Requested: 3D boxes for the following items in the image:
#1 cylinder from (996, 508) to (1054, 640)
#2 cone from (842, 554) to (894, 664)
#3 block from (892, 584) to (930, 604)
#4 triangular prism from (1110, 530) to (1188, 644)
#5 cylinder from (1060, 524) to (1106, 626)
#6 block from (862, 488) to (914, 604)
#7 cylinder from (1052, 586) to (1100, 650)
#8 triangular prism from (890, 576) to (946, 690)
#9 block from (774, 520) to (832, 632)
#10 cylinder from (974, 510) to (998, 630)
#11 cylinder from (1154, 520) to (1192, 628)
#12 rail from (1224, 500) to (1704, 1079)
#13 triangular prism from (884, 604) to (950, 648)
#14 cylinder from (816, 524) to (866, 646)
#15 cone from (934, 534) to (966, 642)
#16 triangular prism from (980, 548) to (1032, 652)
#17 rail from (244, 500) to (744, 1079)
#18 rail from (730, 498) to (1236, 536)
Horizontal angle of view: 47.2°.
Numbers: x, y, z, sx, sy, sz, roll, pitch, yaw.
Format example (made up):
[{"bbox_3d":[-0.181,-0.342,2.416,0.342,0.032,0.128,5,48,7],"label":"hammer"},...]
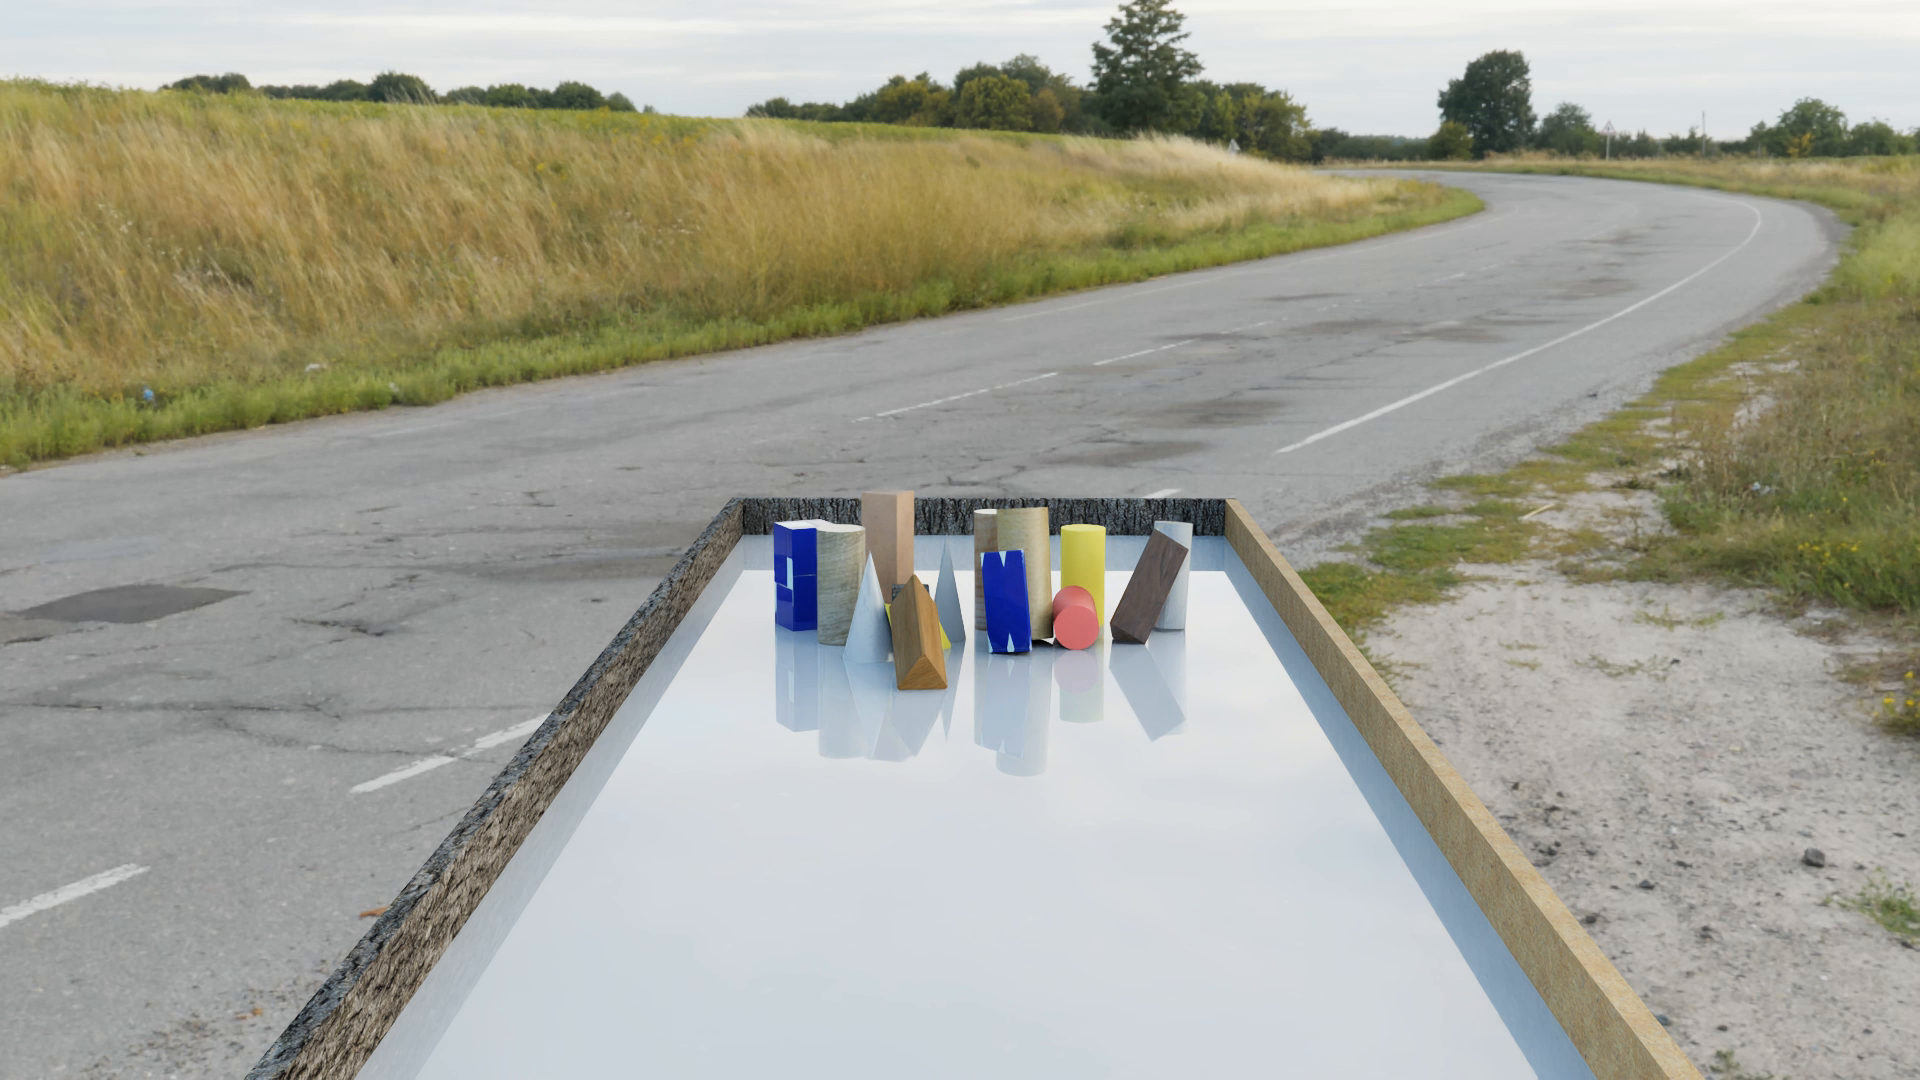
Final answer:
[{"bbox_3d":[0.206,0.106,6.961,0.165,0.413,0.165,-3,1,0],"label":"cylinder"},{"bbox_3d":[-0.273,0.195,6.715,0.173,0.332,0.173,0,9,0],"label":"cone"},{"bbox_3d":[-0.143,0.261,6.676,0.114,0.114,0.308,-1,30,-5],"label":"block"},{"bbox_3d":[0.582,0.155,7.021,0.134,0.348,0.116,31,-18,-13],"label":"triangular prism"},{"bbox_3d":[0.404,0.118,7.244,0.147,0.319,0.147,0,9,0],"label":"cylinder"},{"bbox_3d":[-0.237,0.061,7.209,0.129,0.442,0.129,4,9,24],"label":"block"},{"bbox_3d":[0.367,0.245,7.012,0.141,0.141,0.354,0,9,1],"label":"cylinder"},{"bbox_3d":[-0.122,0.264,6.434,0.142,0.123,0.403,-1,34,-5],"label":"triangular prism"},{"bbox_3d":[-0.502,0.114,7.217,0.166,0.335,0.166,-4,10,-25],"label":"block"},{"bbox_3d":[0.100,0.097,7.165,0.109,0.385,0.109,0,9,0],"label":"cylinder"},{"bbox_3d":[0.685,0.113,7.173,0.125,0.340,0.125,4,4,0],"label":"cylinder"},{"bbox_3d":[1.046,0.843,3.208,0.050,0.150,12.000,0,9,1],"label":"rail"},{"bbox_3d":[-0.203,0.263,6.984,0.125,0.109,0.396,-8,12,-39],"label":"triangular prism"},{"bbox_3d":[-0.375,0.142,6.950,0.155,0.363,0.155,0,9,0],"label":"cylinder"},{"bbox_3d":[-0.043,0.145,6.991,0.126,0.345,0.126,0,9,0],"label":"cone"},{"bbox_3d":[0.172,0.186,6.821,0.149,0.310,0.129,-4,1,29],"label":"triangular prism"},{"bbox_3d":[-1.004,0.839,3.234,0.050,0.150,12.000,0,9,1],"label":"rail"},{"bbox_3d":[0.099,-0.098,9.147,2.100,0.150,0.050,0,9,1],"label":"rail"}]
